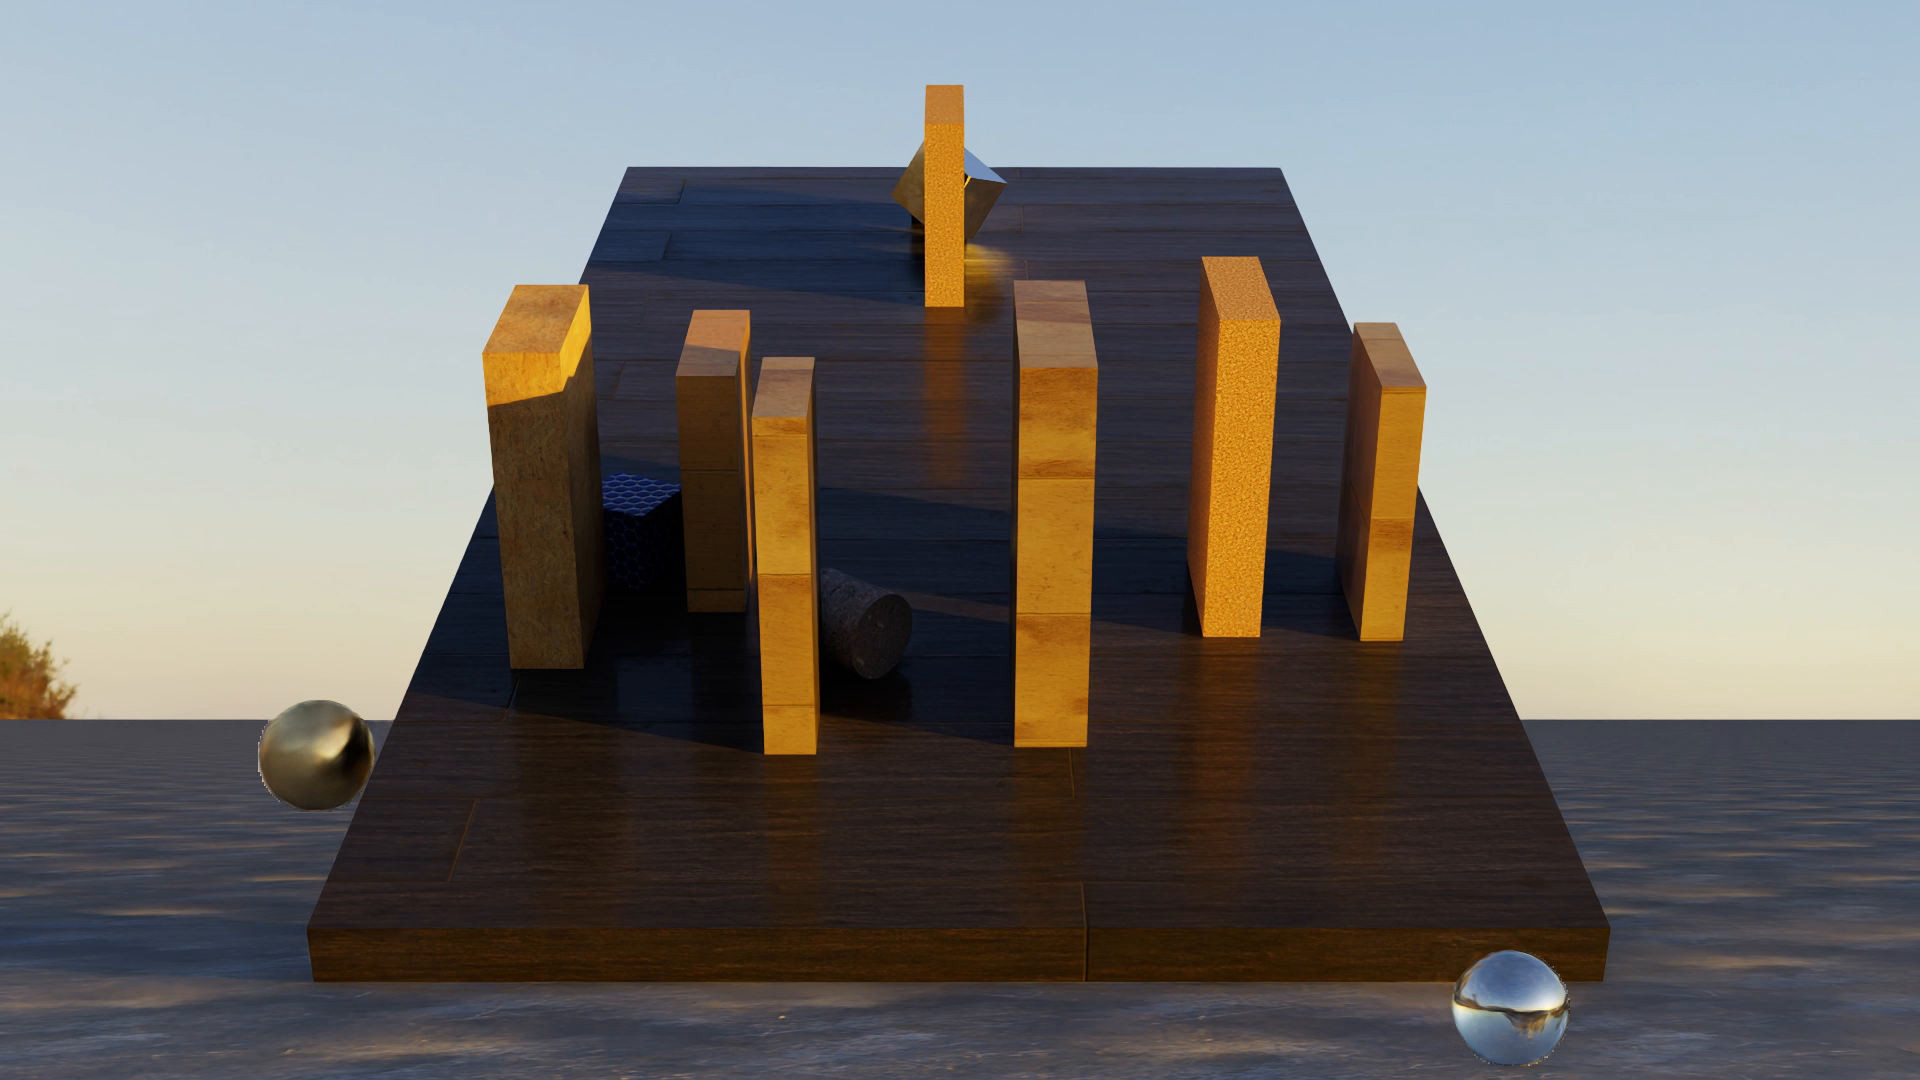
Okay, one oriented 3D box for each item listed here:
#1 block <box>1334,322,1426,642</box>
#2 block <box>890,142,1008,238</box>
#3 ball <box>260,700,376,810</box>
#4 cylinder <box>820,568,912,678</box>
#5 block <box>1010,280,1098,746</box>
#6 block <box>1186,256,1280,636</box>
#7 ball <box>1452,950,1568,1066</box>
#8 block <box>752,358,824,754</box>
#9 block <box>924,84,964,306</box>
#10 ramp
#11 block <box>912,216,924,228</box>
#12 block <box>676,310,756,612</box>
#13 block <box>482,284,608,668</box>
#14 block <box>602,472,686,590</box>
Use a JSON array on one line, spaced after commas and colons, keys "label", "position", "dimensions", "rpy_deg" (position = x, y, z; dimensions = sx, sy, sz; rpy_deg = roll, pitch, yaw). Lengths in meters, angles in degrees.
[{"label": "block", "position": [0.797, -0.114, 4.484], "dimensions": [0.080, 0.518, 0.329], "rpy_deg": [0, 26, 0]}, {"label": "block", "position": [-0.031, -0.966, 6.484], "dimensions": [0.187, 0.187, 0.187], "rpy_deg": [43, 24, 23]}, {"label": "ball", "position": [-1.155, 0.386, 4.230], "dimensions": [0.200, 0.200, 0.200], "rpy_deg": [0, -4, 0]}, {"label": "cylinder", "position": [-0.203, 0.153, 4.335], "dimensions": [0.163, 0.163, 0.163], "rpy_deg": [21, 9, 36]}, {"label": "block", "position": [0.158, -0.050, 4.130], "dimensions": [0.125, 0.708, 0.418], "rpy_deg": [0, 26, 0]}, {"label": "block", "position": [0.515, -0.179, 4.478], "dimensions": [0.107, 0.639, 0.342], "rpy_deg": [0, 26, 0]}, {"label": "ball", "position": [0.652, 0.555, 2.789], "dimensions": [0.135, 0.135, 0.135], "rpy_deg": [0, -4, 0]}, {"label": "block", "position": [-0.293, 0.029, 4.053], "dimensions": [0.089, 0.631, 0.266], "rpy_deg": [0, 26, 0]}, {"label": "block", "position": [-0.040, -0.904, 6.158], "dimensions": [0.100, 0.483, 0.377], "rpy_deg": [0, 26, 0]}, {"label": "ramp", "position": [-0.010, -0.229, 5.430], "dimensions": [2.000, 0.100, 4.000], "rpy_deg": [0, 26, 0]}, {"label": "block", "position": [-0.055, -0.990, 6.706], "dimensions": [0.158, 0.158, 0.158], "rpy_deg": [1, 25, 2]}, {"label": "block", "position": [-0.471, -0.157, 4.599], "dimensions": [0.110, 0.491, 0.351], "rpy_deg": [0, 26, 0]}, {"label": "block", "position": [-0.762, -0.120, 4.368], "dimensions": [0.134, 0.623, 0.353], "rpy_deg": [0, 26, 0]}, {"label": "block", "position": [-0.654, -0.019, 4.690], "dimensions": [0.162, 0.162, 0.162], "rpy_deg": [12, 28, 23]}]
